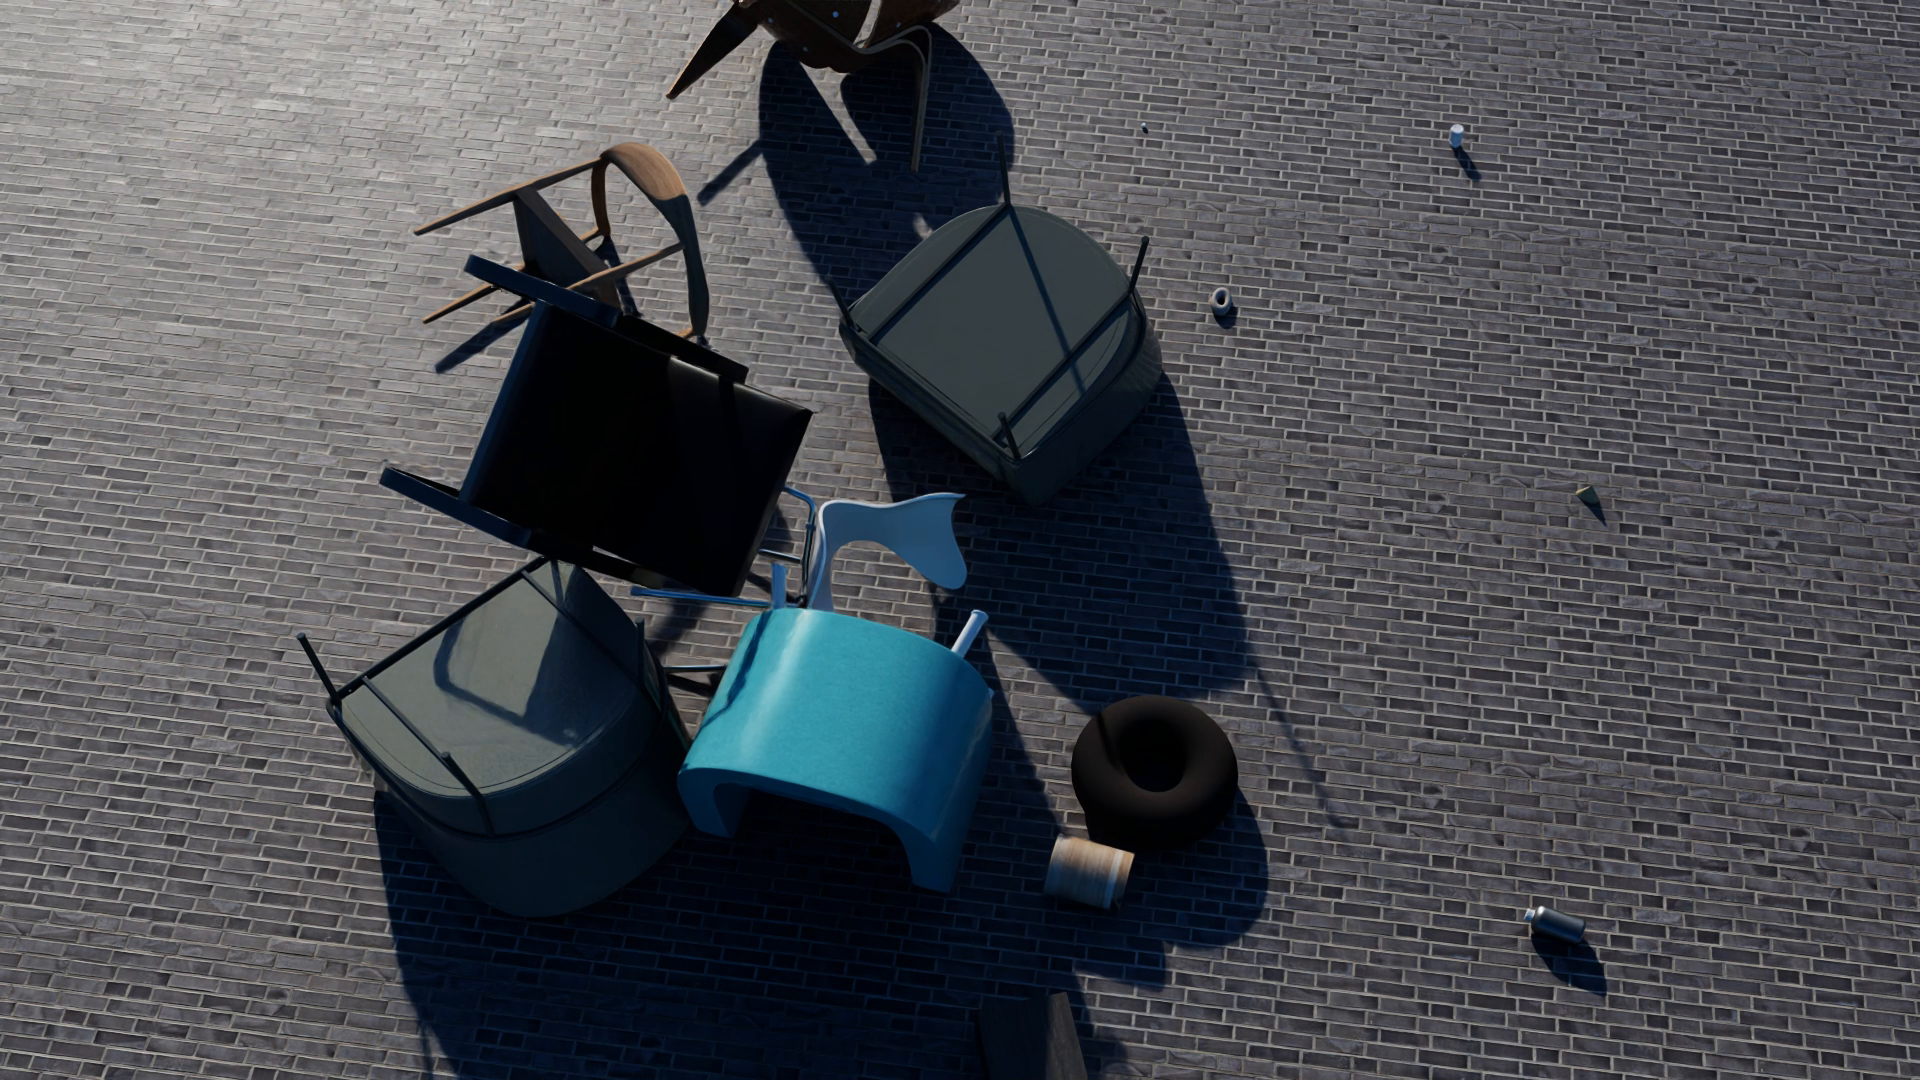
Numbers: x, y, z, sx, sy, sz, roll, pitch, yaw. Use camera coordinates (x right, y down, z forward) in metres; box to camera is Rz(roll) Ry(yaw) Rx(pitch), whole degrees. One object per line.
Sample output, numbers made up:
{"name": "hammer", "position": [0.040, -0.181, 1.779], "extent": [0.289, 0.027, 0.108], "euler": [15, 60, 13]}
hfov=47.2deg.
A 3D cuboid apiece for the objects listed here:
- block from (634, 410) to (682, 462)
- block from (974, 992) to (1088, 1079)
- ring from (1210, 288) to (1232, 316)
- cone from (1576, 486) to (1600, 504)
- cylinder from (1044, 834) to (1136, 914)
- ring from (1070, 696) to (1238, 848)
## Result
{"name": "block", "position": [-0.926, -0.318, 6.739], "extent": [0.096, 0.079, 0.112], "euler": [18, 58, 12]}
{"name": "block", "position": [0.185, 1.340, 5.573], "extent": [0.238, 0.169, 0.301], "euler": [-10, 57, -7]}
{"name": "ring", "position": [0.839, -0.766, 7.069], "extent": [0.067, 0.032, 0.111], "euler": [10, 58, 5]}
{"name": "cone", "position": [1.901, -0.148, 6.637], "extent": [0.074, 0.060, 0.042], "euler": [23, 59, 15]}
{"name": "cylinder", "position": [0.347, 0.894, 5.896], "extent": [0.211, 0.129, 0.168], "euler": [14, 65, 9]}
{"name": "ring", "position": [0.535, 0.637, 6.052], "extent": [0.459, 0.159, 0.463], "euler": [-24, 59, -17]}
